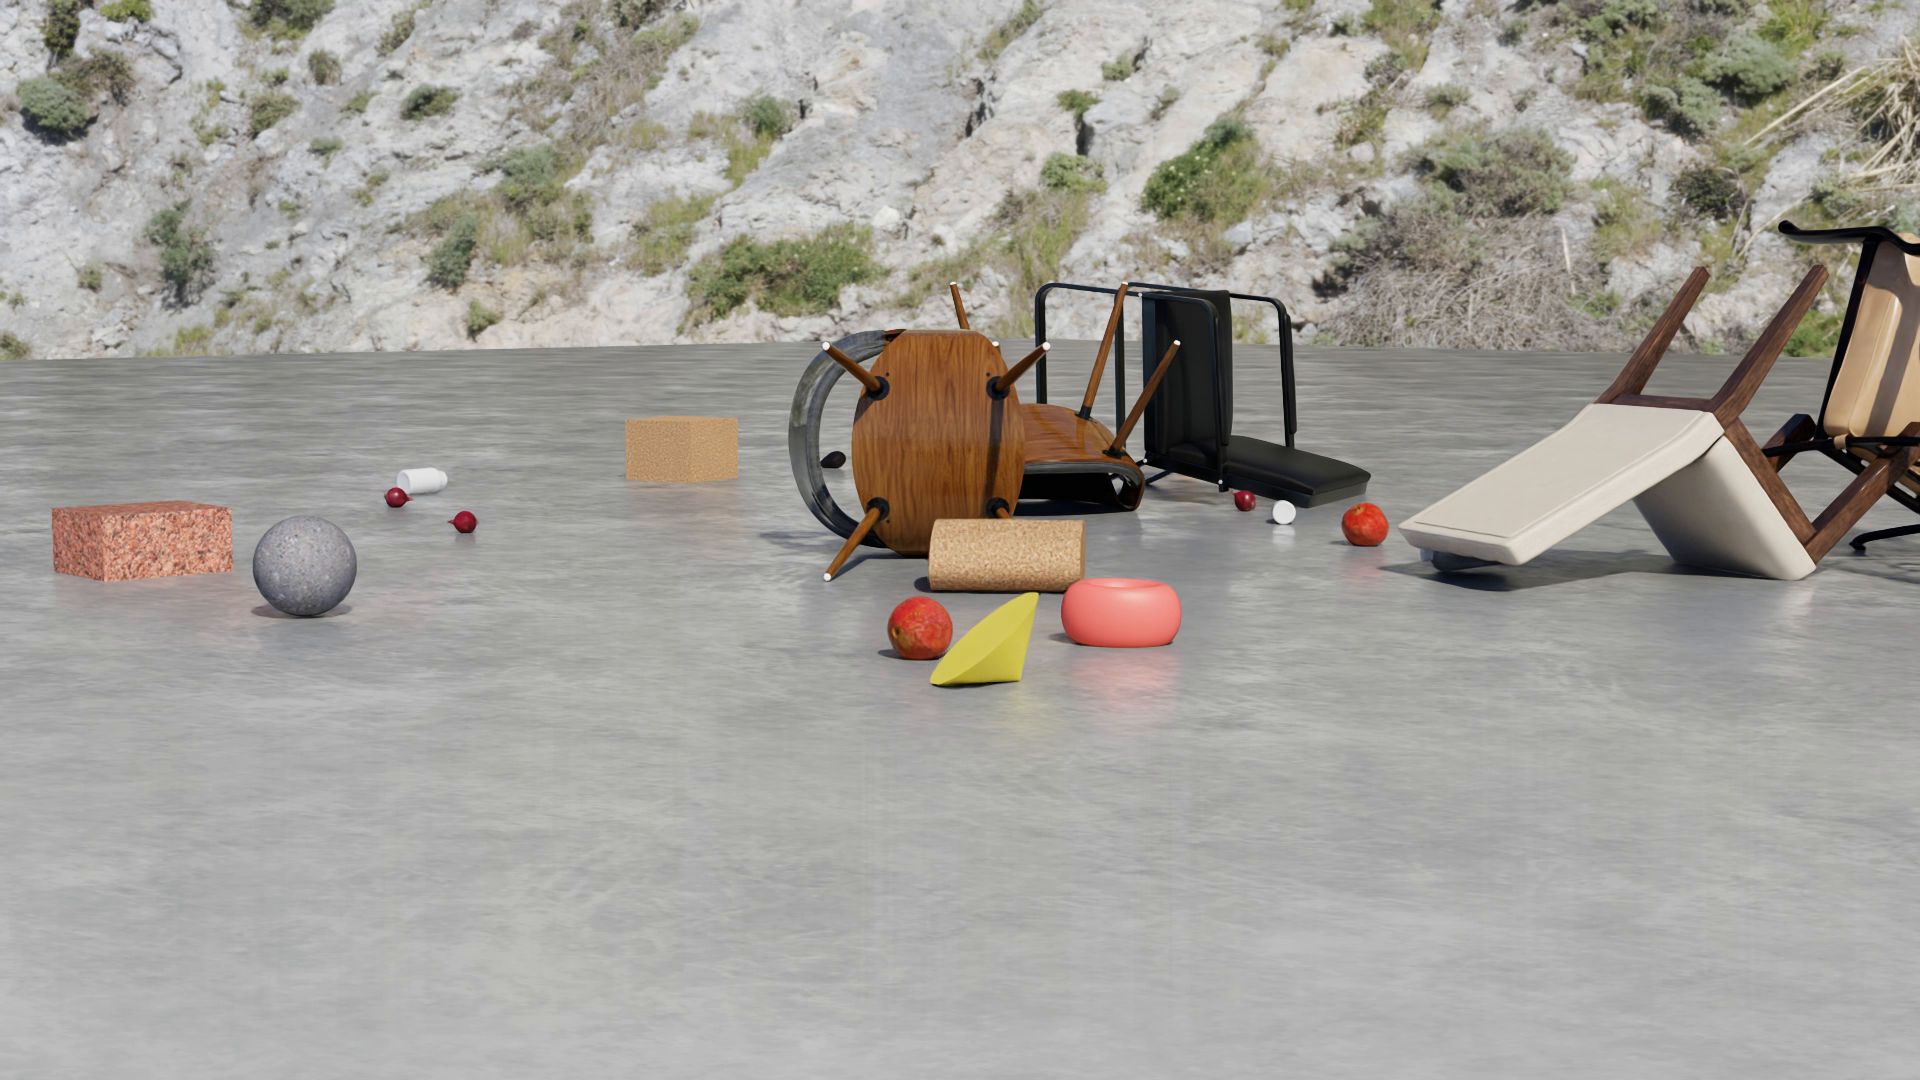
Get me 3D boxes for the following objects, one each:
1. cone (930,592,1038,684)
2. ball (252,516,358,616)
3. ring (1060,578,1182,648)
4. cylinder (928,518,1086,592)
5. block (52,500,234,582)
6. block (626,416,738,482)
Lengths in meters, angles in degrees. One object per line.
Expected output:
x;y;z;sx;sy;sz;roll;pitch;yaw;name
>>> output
0.068;0.194;4.172;0.223;0.094;0.233;-33;12;34;cone
-1.268;0.050;4.968;0.196;0.196;0.196;0;6;0;ball
0.289;0.131;4.606;0.217;0.111;0.150;2;9;5;ring
0.103;0.032;5.399;0.312;0.141;0.235;1;18;6;cylinder
-1.824;-0.001;5.724;0.301;0.142;0.258;-5;8;-43;block
-0.905;-0.297;8.350;0.262;0.194;0.255;3;7;31;block
